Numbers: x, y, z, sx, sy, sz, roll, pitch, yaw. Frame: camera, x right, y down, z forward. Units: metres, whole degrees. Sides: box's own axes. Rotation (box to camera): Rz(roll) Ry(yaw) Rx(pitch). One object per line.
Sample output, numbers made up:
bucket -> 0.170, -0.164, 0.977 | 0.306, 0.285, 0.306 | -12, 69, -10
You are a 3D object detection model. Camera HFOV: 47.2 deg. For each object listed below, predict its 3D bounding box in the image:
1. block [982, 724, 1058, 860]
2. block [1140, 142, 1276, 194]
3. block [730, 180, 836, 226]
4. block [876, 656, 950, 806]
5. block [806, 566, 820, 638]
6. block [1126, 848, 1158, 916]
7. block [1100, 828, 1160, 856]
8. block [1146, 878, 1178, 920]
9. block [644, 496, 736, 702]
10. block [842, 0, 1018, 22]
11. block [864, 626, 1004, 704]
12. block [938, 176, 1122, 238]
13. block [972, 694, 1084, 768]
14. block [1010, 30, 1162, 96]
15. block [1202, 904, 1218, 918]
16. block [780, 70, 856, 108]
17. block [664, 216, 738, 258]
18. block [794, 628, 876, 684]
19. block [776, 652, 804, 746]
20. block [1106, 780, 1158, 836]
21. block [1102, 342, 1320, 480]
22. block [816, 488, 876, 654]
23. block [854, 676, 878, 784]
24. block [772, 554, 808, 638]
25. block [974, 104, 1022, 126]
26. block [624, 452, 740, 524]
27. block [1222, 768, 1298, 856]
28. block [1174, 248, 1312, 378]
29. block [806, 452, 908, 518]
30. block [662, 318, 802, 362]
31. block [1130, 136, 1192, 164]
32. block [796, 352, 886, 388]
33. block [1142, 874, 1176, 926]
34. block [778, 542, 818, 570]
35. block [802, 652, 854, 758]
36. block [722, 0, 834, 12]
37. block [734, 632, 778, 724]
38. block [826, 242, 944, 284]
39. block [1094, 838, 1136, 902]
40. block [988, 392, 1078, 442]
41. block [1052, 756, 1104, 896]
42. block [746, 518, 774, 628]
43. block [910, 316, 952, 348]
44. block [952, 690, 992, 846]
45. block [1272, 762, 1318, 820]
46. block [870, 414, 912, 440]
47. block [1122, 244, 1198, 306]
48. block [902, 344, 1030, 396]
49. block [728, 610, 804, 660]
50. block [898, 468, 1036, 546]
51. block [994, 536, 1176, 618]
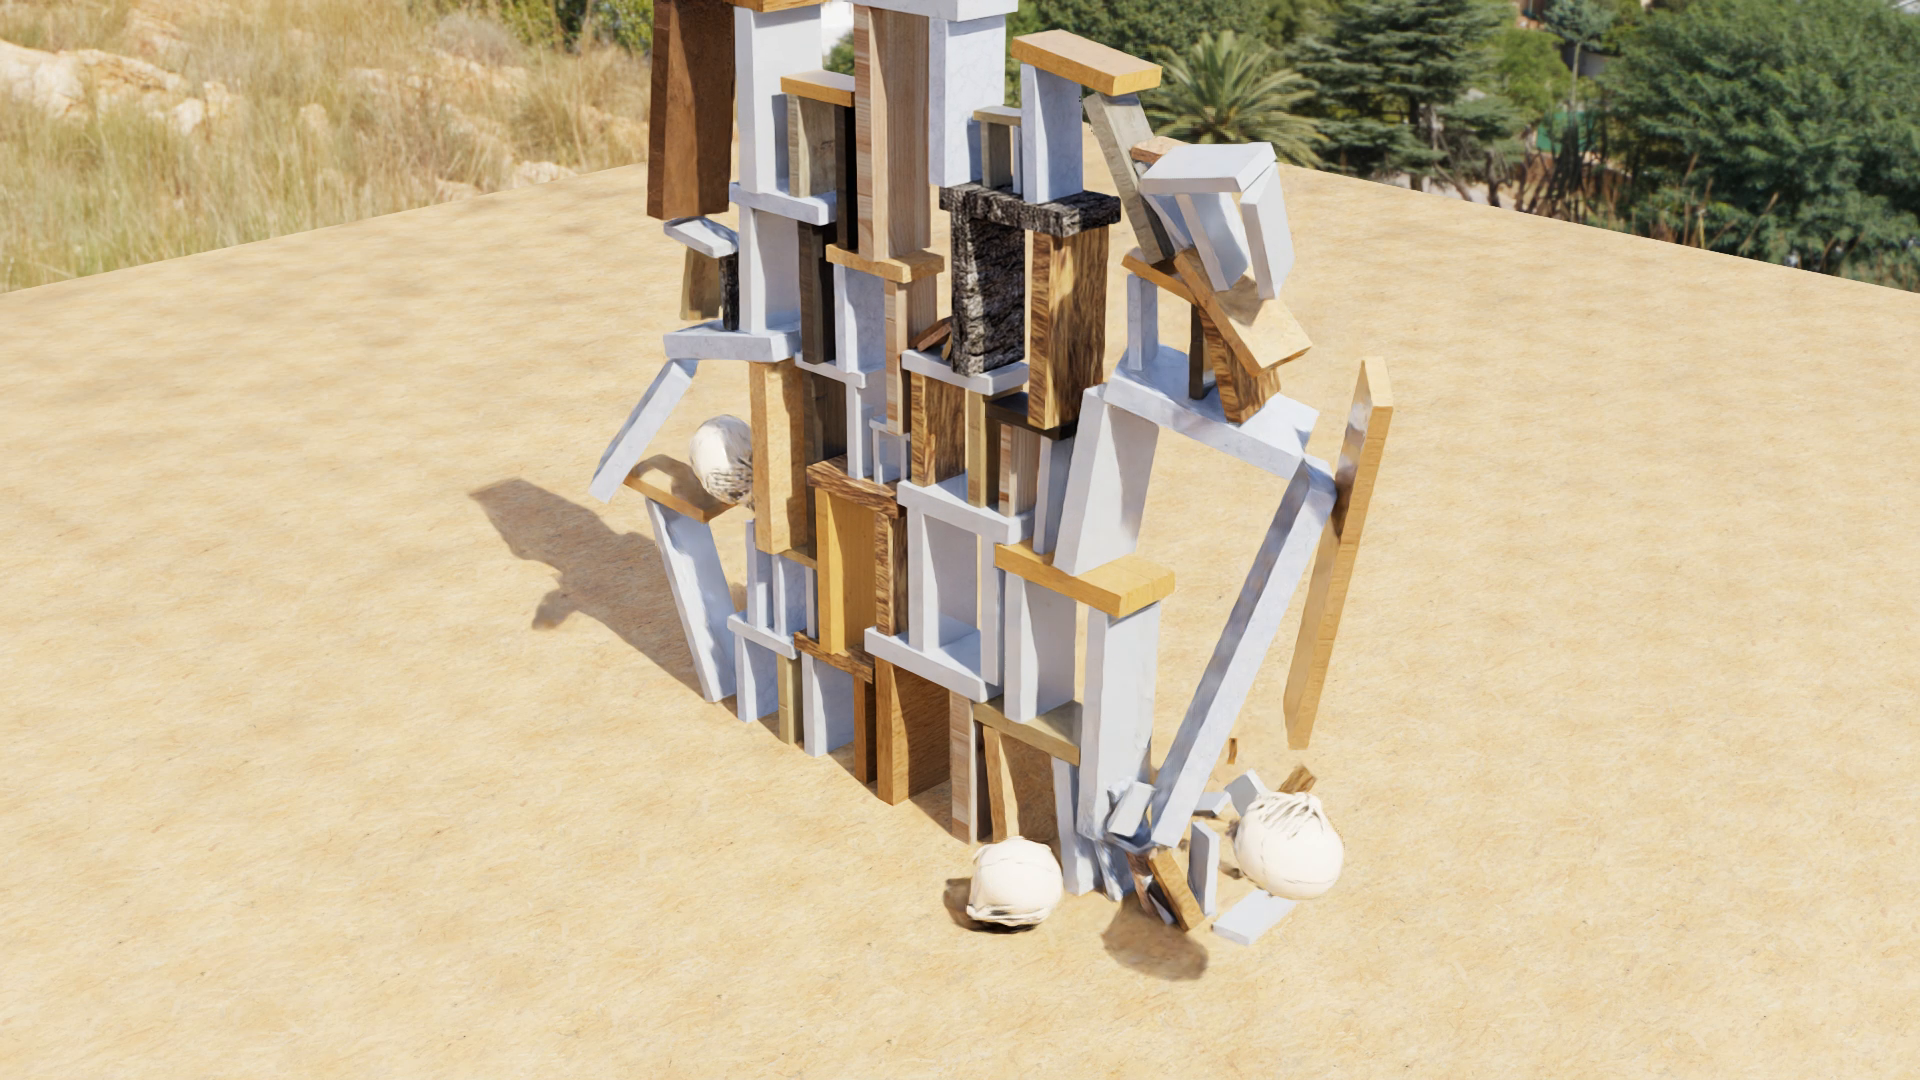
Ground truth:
block -> 0.119, 0.470, 4.295 | 0.138, 0.276, 0.039 | -21, 23, -41
block -> 0.382, -0.574, 3.399 | 0.194, 0.028, 0.097 | 9, 45, 46
block -> -0.314, -0.665, 4.277 | 0.261, 0.037, 0.130 | 21, 31, 40
block -> -0.095, 0.364, 4.485 | 0.046, 0.326, 0.163 | 21, 31, 41
block -> -0.282, 0.118, 4.576 | 0.023, 0.159, 0.080 | 21, 31, 41
block -> 0.354, 0.630, 4.113 | 0.018, 0.130, 0.065 | -11, 10, 44
block -> 0.307, 0.548, 4.119 | 0.065, 0.018, 0.131 | -21, 32, -41
block -> 0.391, 0.663, 4.082 | 0.014, 0.095, 0.048 | -34, 16, 45
block -> -0.577, 0.116, 4.901 | 0.118, 0.478, 0.034 | -21, 8, -35
block -> -0.055, -0.961, 3.874 | 0.146, 0.041, 0.293 | -21, 31, -41
block -> -0.018, 0.223, 4.342 | 0.163, 0.046, 0.326 | -21, 31, -41
block -> 0.120, -0.589, 3.848 | 0.298, 0.042, 0.149 | 20, 30, 41
block -> 0.171, 0.344, 4.185 | 0.276, 0.039, 0.138 | 21, 31, 41
block -> 0.209, -0.797, 3.662 | 0.117, 0.033, 0.233 | -21, 39, -40
block -> 0.453, 0.679, 4.143 | 0.048, 0.014, 0.095 | -1, 23, -3
block -> -0.233, -0.845, 4.110 | 0.099, 0.028, 0.198 | -21, 31, -40
block -> -0.513, -0.614, 4.432 | 0.085, 0.024, 0.169 | -24, 38, -37
block -> -0.220, 0.227, 4.567 | 0.240, 0.034, 0.120 | 21, 31, 41
block -> -0.340, 0.325, 4.724 | 0.030, 0.211, 0.106 | 21, 31, 41
block -> 0.315, 0.493, 4.033 | 0.052, 0.104, 0.015 | 17, 20, -27
block -> 0.433, -0.232, 3.780 | 0.348, 0.049, 0.174 | 24, 36, 5
block -> -0.230, 0.047, 4.489 | 0.130, 0.359, 0.037 | -21, 31, -41
block -> -0.164, 0.375, 4.568 | 0.034, 0.240, 0.120 | 21, 31, 41
block -> -0.358, 0.104, 4.652 | 0.080, 0.192, 0.023 | -21, 31, -40
block -> 0.087, -0.738, 3.828 | 0.116, 0.016, 0.058 | 16, 27, 34
block -> -0.612, -0.116, 4.835 | 0.237, 0.034, 0.118 | 25, 37, 28
block -> 0.560, 0.510, 4.110 | 0.021, 0.076, 0.151 | -22, 75, -41
block -> 0.458, -0.383, 3.561 | 0.117, 0.033, 0.234 | -25, 76, -31
block -> -0.168, -0.111, 4.355 | 0.261, 0.037, 0.131 | 21, 31, 41
block -> -0.431, -0.413, 4.511 | 0.351, 0.050, 0.175 | 7, 21, 45
block -> 0.351, -0.627, 3.579 | 0.070, 0.020, 0.140 | -24, 34, -33
block -> -0.223, -0.344, 4.327 | 0.194, 0.027, 0.097 | 21, 31, 41
block -> 0.379, 0.664, 4.091 | 0.048, 0.095, 0.014 | -26, -5, -45
block -> -0.320, 0.020, 4.576 | 0.159, 0.023, 0.080 | 21, 31, 41
block -> -0.277, 0.331, 4.673 | 0.034, 0.240, 0.120 | 21, 31, 41
block -> -0.427, -1.081, 4.223 | 0.351, 0.050, 0.175 | 25, 33, 38
block -> -0.440, 0.286, 4.816 | 0.030, 0.212, 0.106 | 21, 31, 41
block -> -0.142, -0.531, 4.146 | 0.107, 0.030, 0.213 | -21, 31, -40
block -> 0.294, 0.610, 4.160 | 0.065, 0.131, 0.018 | -21, 9, -41
block -> 0.145, -0.225, 3.970 | 0.090, 0.025, 0.179 | -21, 32, -40
block -> 0.248, 0.521, 4.176 | 0.138, 0.276, 0.039 | -21, 23, -41
block -> -0.399, 0.061, 4.693 | 0.118, 0.237, 0.034 | -19, 29, -41
block -> -0.043, -0.390, 4.104 | 0.054, 0.015, 0.109 | -21, -5, -40
block -> 0.059, 0.424, 4.344 | 0.046, 0.326, 0.163 | 21, 31, 41
block -> 0.634, 0.478, 4.186 | 0.014, 0.101, 0.050 | 26, 16, -36
block -> -0.116, -0.220, 4.253 | 0.113, 0.016, 0.057 | 21, 31, 41
block -> 0.361, -0.443, 3.677 | 0.166, 0.024, 0.083 | 31, 35, 16
block -> 0.011, -0.322, 4.083 | 0.226, 0.032, 0.113 | 21, 31, 40
block -> -0.390, 0.194, 4.723 | 0.212, 0.030, 0.106 | 21, 31, 41
block -> 0.037, -0.069, 4.159 | 0.148, 0.042, 0.296 | -21, 31, -41
block -> 0.225, 0.052, 4.001 | 0.302, 0.043, 0.151 | 23, 32, 39
